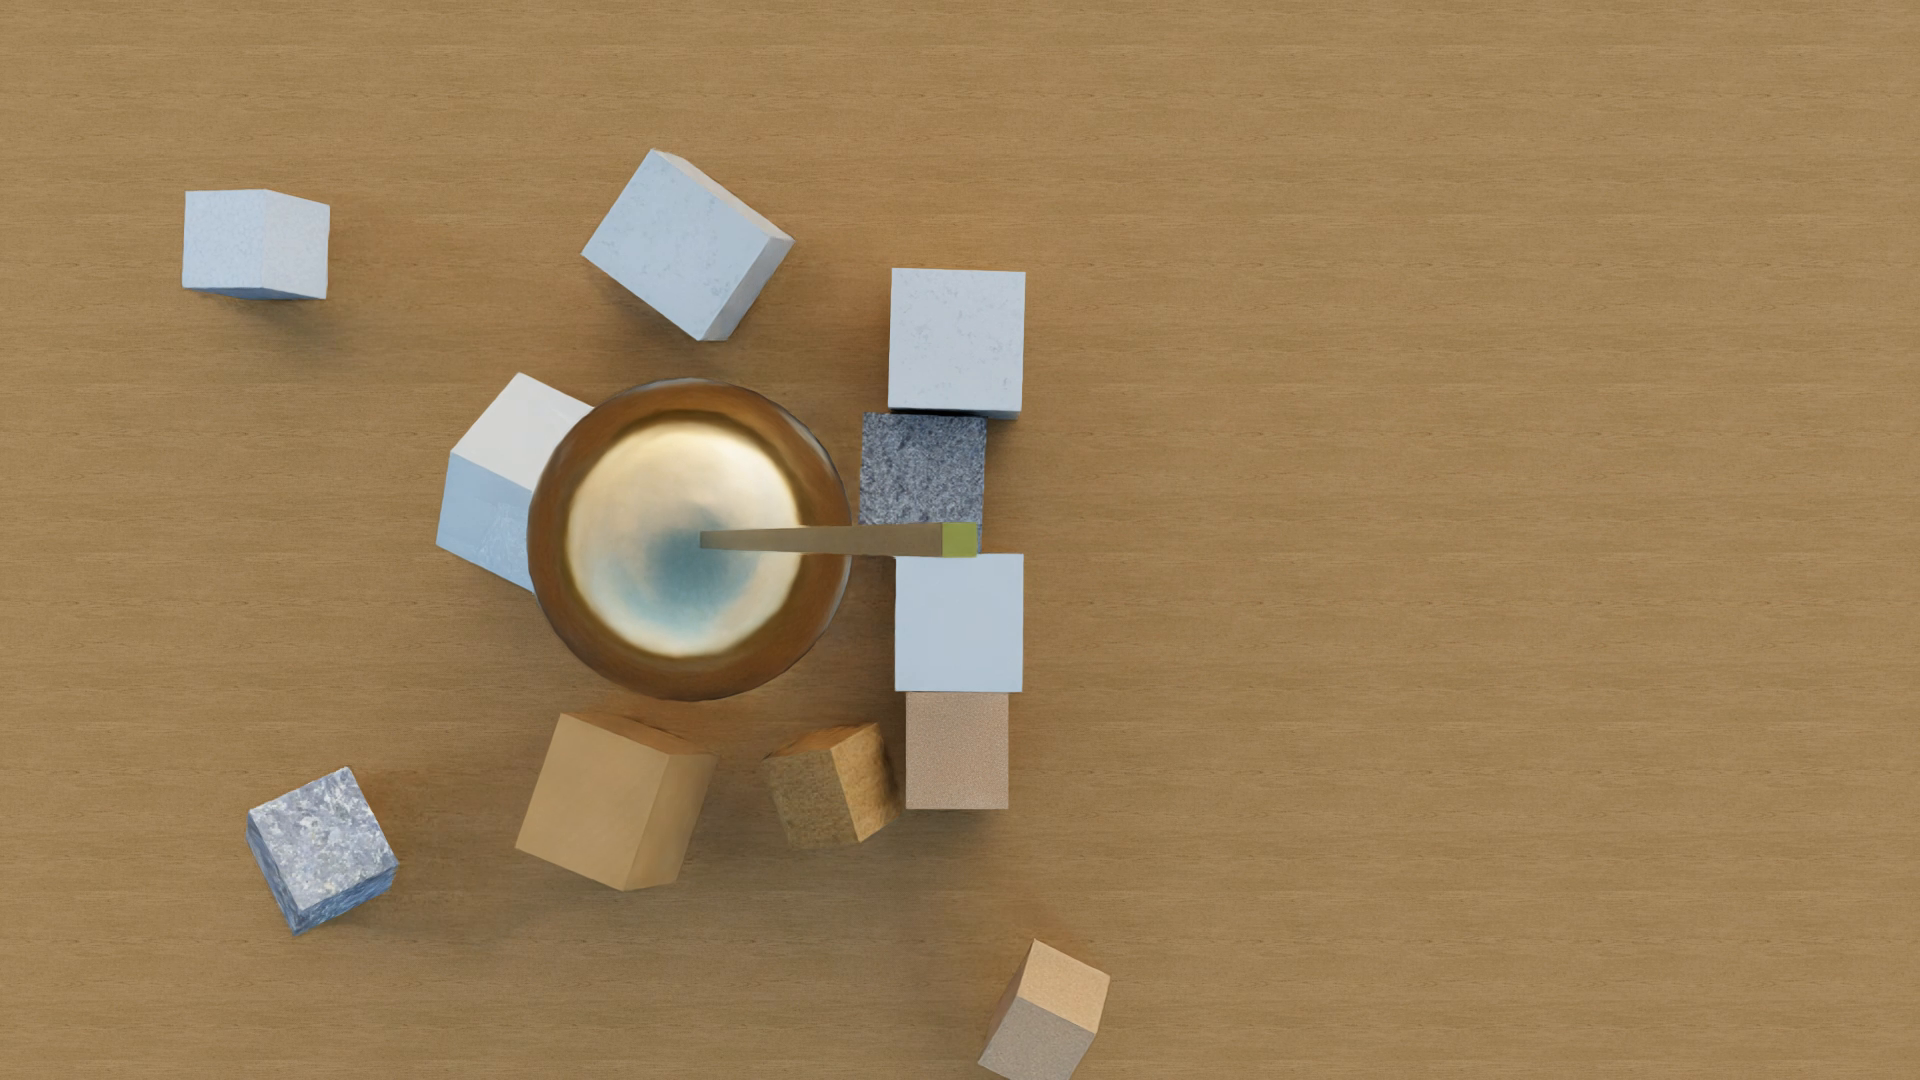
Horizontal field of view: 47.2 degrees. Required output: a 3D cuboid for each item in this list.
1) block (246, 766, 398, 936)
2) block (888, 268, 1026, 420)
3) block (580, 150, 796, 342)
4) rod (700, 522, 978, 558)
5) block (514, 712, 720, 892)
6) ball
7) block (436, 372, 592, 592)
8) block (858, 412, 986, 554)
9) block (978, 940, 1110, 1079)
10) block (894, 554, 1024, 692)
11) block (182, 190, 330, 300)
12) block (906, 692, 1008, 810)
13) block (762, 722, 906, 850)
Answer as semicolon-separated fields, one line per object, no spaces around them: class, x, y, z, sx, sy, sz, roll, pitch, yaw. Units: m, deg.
block;-3.641;1.775;12.534;0.589;0.589;0.639;-25;77;-27
block;-0.018;-1.106;12.566;0.736;0.869;0.766;2;90;0
block;-1.545;-1.677;12.594;0.834;0.668;0.713;36;99;3
rod;-0.574;0.000;7.518;0.080;5.200;0.080;0;90;-13
block;-1.940;1.479;12.534;0.690;0.779;0.793;19;90;15
ball;-1.325;0.000;10.834;1.600;1.600;1.600;0;90;0
block;-2.368;-0.288;12.435;0.813;0.766;0.770;26;135;3
block;-0.212;-0.320;12.662;0.693;0.677;0.760;3;90;0
block;0.486;2.755;12.631;0.493;0.528;0.568;26;119;0
block;-0.005;0.463;12.669;0.715;0.663;0.775;0;90;0
block;-4.037;-1.689;12.632;0.545;0.583;0.548;2;90;20
block;-0.015;1.182;12.671;0.576;0.659;0.657;0;90;0
block;-0.719;1.398;12.505;0.509;0.460;0.557;-12;98;35
